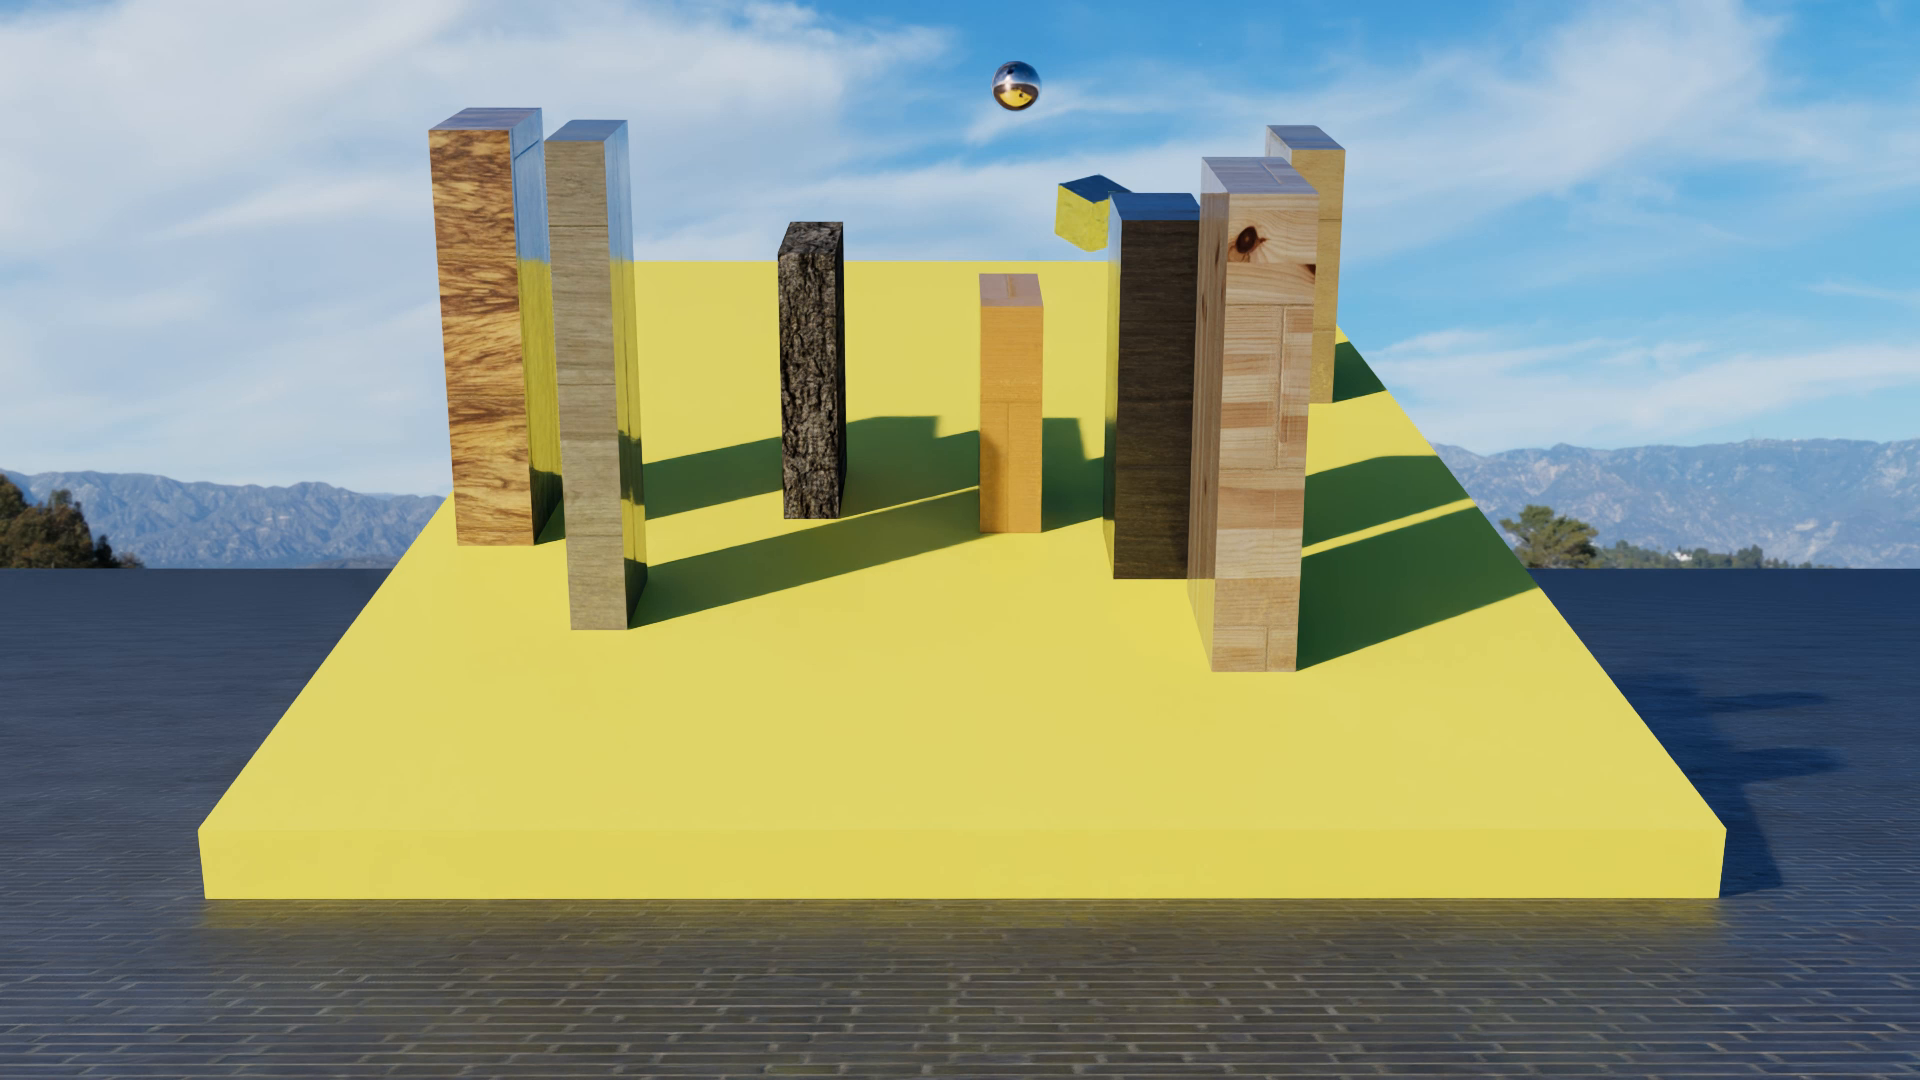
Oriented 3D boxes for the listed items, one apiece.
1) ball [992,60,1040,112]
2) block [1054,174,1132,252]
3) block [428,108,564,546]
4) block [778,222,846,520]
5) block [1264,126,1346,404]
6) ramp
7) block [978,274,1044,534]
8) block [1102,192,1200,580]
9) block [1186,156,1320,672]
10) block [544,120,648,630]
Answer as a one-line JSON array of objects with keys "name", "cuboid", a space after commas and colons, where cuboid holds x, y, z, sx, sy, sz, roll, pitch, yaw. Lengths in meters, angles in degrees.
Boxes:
[{"name": "ball", "cuboid": [0.163, -1.323, 6.506, 0.145, 0.145, 0.145, 0, -1, 0]}, {"name": "block", "cuboid": [0.371, -0.906, 6.187, 0.147, 0.147, 0.147, -20, 39, -32]}, {"name": "block", "cuboid": [-0.846, -0.396, 4.108, 0.139, 0.751, 0.325, 0, 18, 0]}, {"name": "block", "cuboid": [-0.282, -0.334, 4.315, 0.104, 0.507, 0.347, 0, 18, 0]}, {"name": "block", "cuboid": [0.787, -0.648, 5.191, 0.118, 0.574, 0.424, 0, 18, 0]}, {"name": "ramp", "cuboid": [-0.003, -0.183, 4.841, 2.000, 0.100, 4.000, 0, 18, 0]}, {"name": "block", "cuboid": [0.093, -0.264, 4.228, 0.113, 0.428, 0.312, 0, 18, 0]}, {"name": "block", "cuboid": [0.339, -0.275, 3.933, 0.145, 0.629, 0.289, 0, 18, 0]}, {"name": "block", "cuboid": [0.455, -0.207, 3.535, 0.130, 0.743, 0.382, 0, 18, 0]}, {"name": "block", "cuboid": [-0.589, -0.270, 3.645, 0.092, 0.793, 0.258, 0, 18, 0]}]
